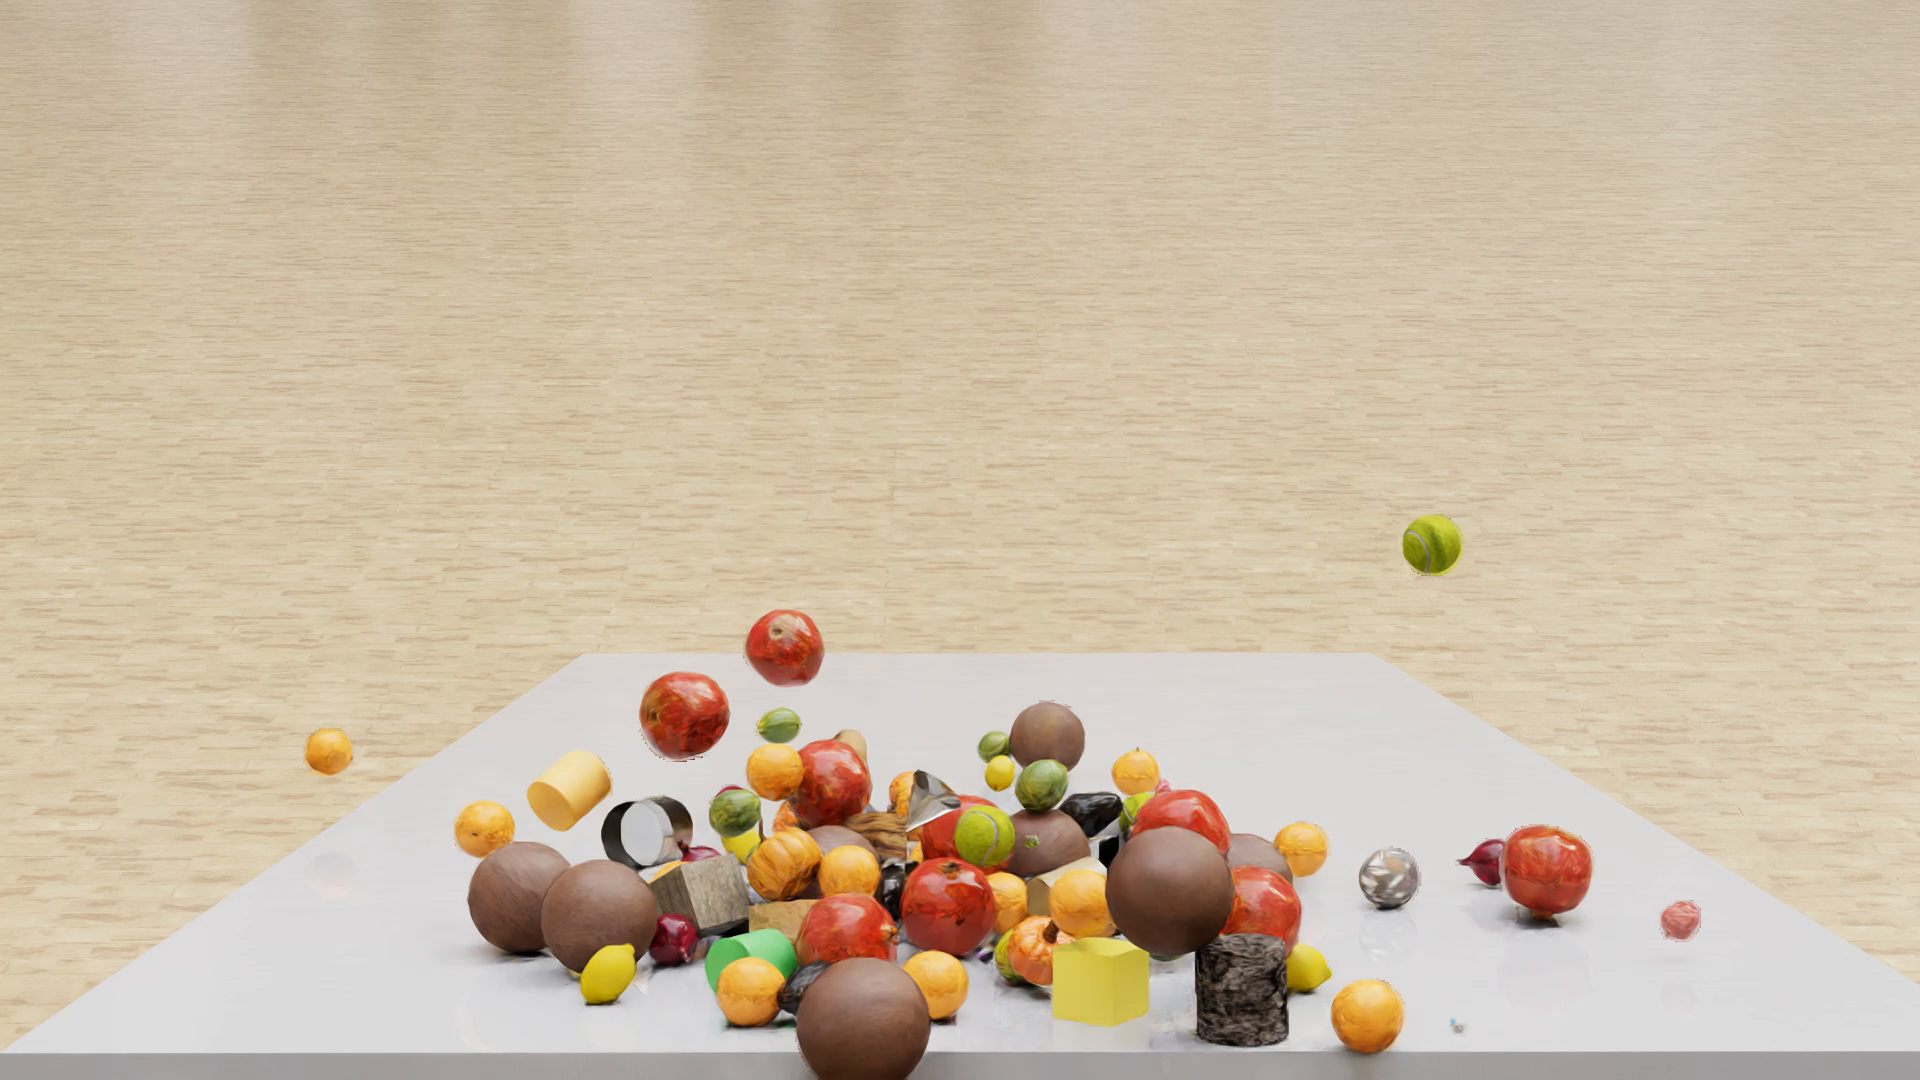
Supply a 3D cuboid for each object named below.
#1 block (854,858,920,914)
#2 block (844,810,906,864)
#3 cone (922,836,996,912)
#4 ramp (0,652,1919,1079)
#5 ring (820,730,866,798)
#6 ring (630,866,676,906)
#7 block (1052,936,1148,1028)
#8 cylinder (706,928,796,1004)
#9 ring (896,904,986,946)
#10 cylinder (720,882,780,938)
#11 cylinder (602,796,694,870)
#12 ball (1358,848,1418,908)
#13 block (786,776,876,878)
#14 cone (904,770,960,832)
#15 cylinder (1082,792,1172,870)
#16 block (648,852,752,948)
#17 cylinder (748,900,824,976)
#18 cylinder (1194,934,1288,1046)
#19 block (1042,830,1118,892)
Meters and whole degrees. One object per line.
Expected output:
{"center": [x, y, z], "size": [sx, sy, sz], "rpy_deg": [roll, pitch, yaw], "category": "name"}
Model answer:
{"center": [-0.093, 0.435, 3.250], "size": [0.061, 0.061, 0.061], "rpy_deg": [-2, 4, -31], "category": "block"}
{"center": [-0.105, 0.370, 3.191], "size": [0.055, 0.055, 0.055], "rpy_deg": [-13, -19, 37], "category": "block"}
{"center": [-0.016, 0.402, 3.163], "size": [0.097, 0.097, 0.097], "rpy_deg": [-15, 25, 7], "category": "cone"}
{"center": [0.049, 0.446, 4.532], "size": [2.000, 0.100, 4.000], "rpy_deg": [0, 3, 0], "category": "ramp"}
{"center": [-0.169, 0.344, 3.696], "size": [0.049, 0.146, 0.146], "rpy_deg": [11, 20, -7], "category": "ring"}
{"center": [-0.364, 0.444, 3.291], "size": [0.118, 0.039, 0.118], "rpy_deg": [0, 3, 0], "category": "ring"}
{"center": [0.147, 0.460, 2.680], "size": [0.073, 0.073, 0.073], "rpy_deg": [2, 4, 35], "category": "block"}
{"center": [-0.224, 0.457, 2.760], "size": [0.069, 0.069, 0.069], "rpy_deg": [15, 10, 34], "category": "cylinder"}
{"center": [-0.023, 0.459, 3.057], "size": [0.106, 0.035, 0.106], "rpy_deg": [-1, 4, 0], "category": "ring"}
{"center": [-0.252, 0.443, 3.071], "size": [0.065, 0.065, 0.065], "rpy_deg": [-2, 21, 4], "category": "cylinder"}
{"center": [-0.428, 0.402, 3.521], "size": [0.093, 0.093, 0.093], "rpy_deg": [8, 2, 20], "category": "cylinder"}
{"center": [0.542, 0.428, 3.251], "size": [0.075, 0.075, 0.075], "rpy_deg": [0, 21, 0], "category": "ball"}
{"center": [-0.160, 0.373, 3.325], "size": [0.079, 0.079, 0.079], "rpy_deg": [44, 57, 4], "category": "block"}
{"center": [-0.043, 0.296, 2.812], "size": [0.063, 0.063, 0.063], "rpy_deg": [34, 14, -10], "category": "cone"}
{"center": [0.233, 0.394, 3.473], "size": [0.097, 0.097, 0.097], "rpy_deg": [-14, -4, -32], "category": "cylinder"}
{"center": [-0.301, 0.419, 2.990], "size": [0.078, 0.078, 0.078], "rpy_deg": [-8, -17, -40], "category": "block"}
{"center": [-0.192, 0.440, 2.833], "size": [0.079, 0.079, 0.079], "rpy_deg": [-5, -11, -1], "category": "cylinder"}
{"center": [0.284, 0.453, 2.592], "size": [0.092, 0.092, 0.092], "rpy_deg": [-3, 4, 0], "category": "cylinder"}
{"center": [0.157, 0.424, 3.354], "size": [0.072, 0.072, 0.072], "rpy_deg": [2, 4, 35], "category": "block"}
